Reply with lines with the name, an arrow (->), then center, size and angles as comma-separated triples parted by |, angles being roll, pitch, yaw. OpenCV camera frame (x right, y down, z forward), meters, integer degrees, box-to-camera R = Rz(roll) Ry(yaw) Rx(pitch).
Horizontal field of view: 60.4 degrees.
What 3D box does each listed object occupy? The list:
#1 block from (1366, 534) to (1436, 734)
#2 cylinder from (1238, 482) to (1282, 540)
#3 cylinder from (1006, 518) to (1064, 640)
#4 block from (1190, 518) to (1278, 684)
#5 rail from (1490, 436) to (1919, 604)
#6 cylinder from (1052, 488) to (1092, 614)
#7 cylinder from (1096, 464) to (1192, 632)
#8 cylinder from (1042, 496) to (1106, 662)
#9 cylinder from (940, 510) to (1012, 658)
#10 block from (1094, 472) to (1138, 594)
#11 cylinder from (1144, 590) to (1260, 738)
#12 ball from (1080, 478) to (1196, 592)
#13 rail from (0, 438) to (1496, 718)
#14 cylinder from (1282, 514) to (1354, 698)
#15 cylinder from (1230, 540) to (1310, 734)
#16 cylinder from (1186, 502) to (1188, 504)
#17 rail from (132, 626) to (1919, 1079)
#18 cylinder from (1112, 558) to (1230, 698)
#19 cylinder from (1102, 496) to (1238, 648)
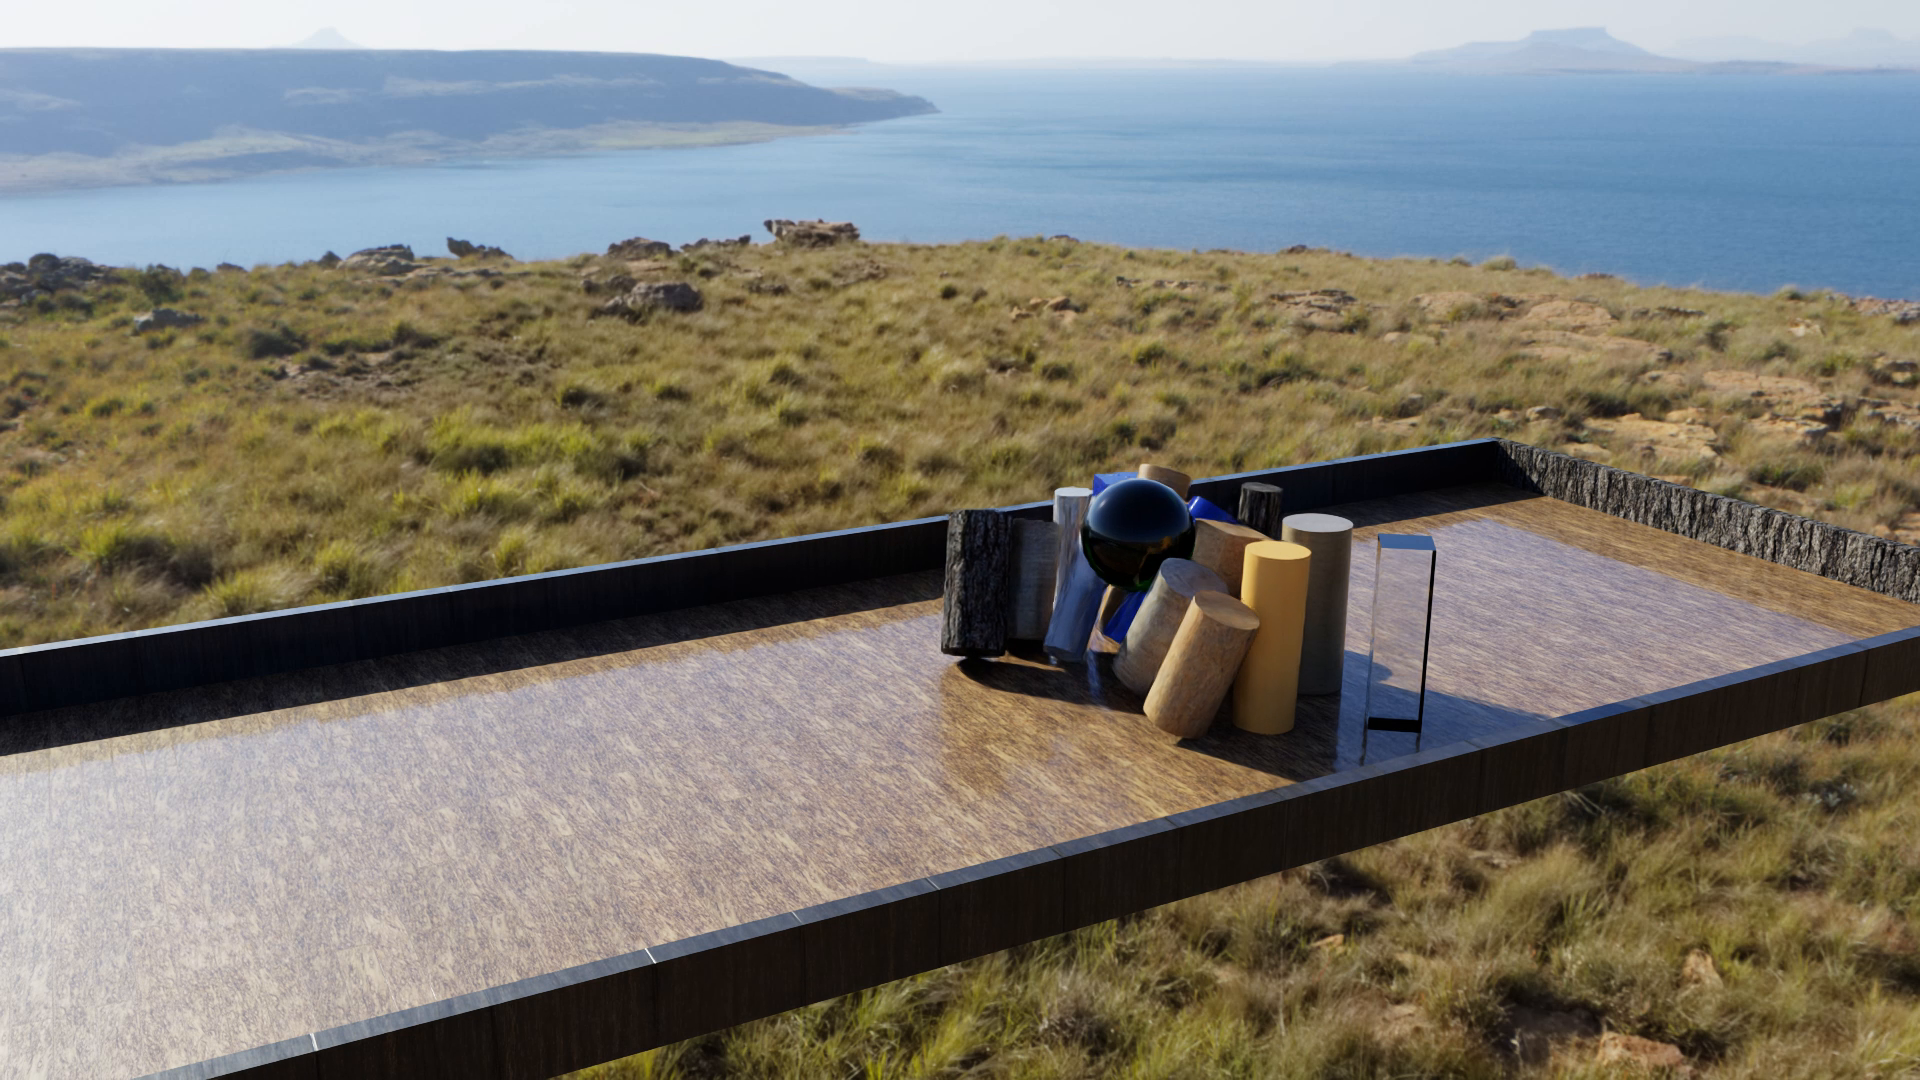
block -> 1.022, 0.216, 3.834 | 0.121, 0.442, 0.121 | 3, 17, 10
cylinder -> 0.766, 0.074, 4.320 | 0.107, 0.434, 0.107 | 4, 14, -1
cylinder -> 0.176, 0.103, 4.390 | 0.161, 0.312, 0.161 | 7, 0, 0
block -> 0.647, 0.153, 4.128 | 0.155, 0.372, 0.155 | 8, 12, -24
rail -> 2.466, -0.048, 5.253 | 0.050, 0.150, 2.100 | -9, 18, -27
cylinder -> 0.313, 0.036, 4.605 | 0.107, 0.353, 0.107 | 0, 16, 0
cylinder -> 0.489, 0.037, 4.388 | 0.139, 0.457, 0.139 | 15, -3, 1
cylinder -> 0.331, 0.100, 4.298 | 0.110, 0.431, 0.110 | 18, -18, 6
cylinder -> 0.044, 0.115, 4.265 | 0.167, 0.358, 0.167 | 3, -13, 1
block -> 0.481, -0.020, 4.837 | 0.144, 0.330, 0.144 | -4, 17, -13
cylinder -> 0.551, 0.285, 3.776 | 0.159, 0.306, 0.159 | 17, 26, -8
ball -> 0.443, -0.012, 4.097 | 0.284, 0.284, 0.284 | 0, 16, 0
rail -> -3.305, 0.497, 3.399 | 12.000, 0.150, 0.050 | -9, 18, -27
cylinder -> 0.869, 0.160, 4.066 | 0.168, 0.420, 0.168 | 0, 16, 0
cylinder -> 0.720, 0.226, 3.829 | 0.148, 0.422, 0.148 | 2, 16, -1
cylinder -> 0.591, 0.063, 4.585 | 0.161, 0.314, 0.161 | 0, 16, 0
rail -> -2.336, 1.006, 1.665 | 12.000, 0.150, 0.050 | -9, 18, -27
cylinder -> 0.508, 0.217, 3.998 | 0.179, 0.300, 0.179 | 17, 31, -10
cylinder -> 0.543, 0.104, 4.250 | 0.146, 0.431, 0.146 | 34, -5, 3
